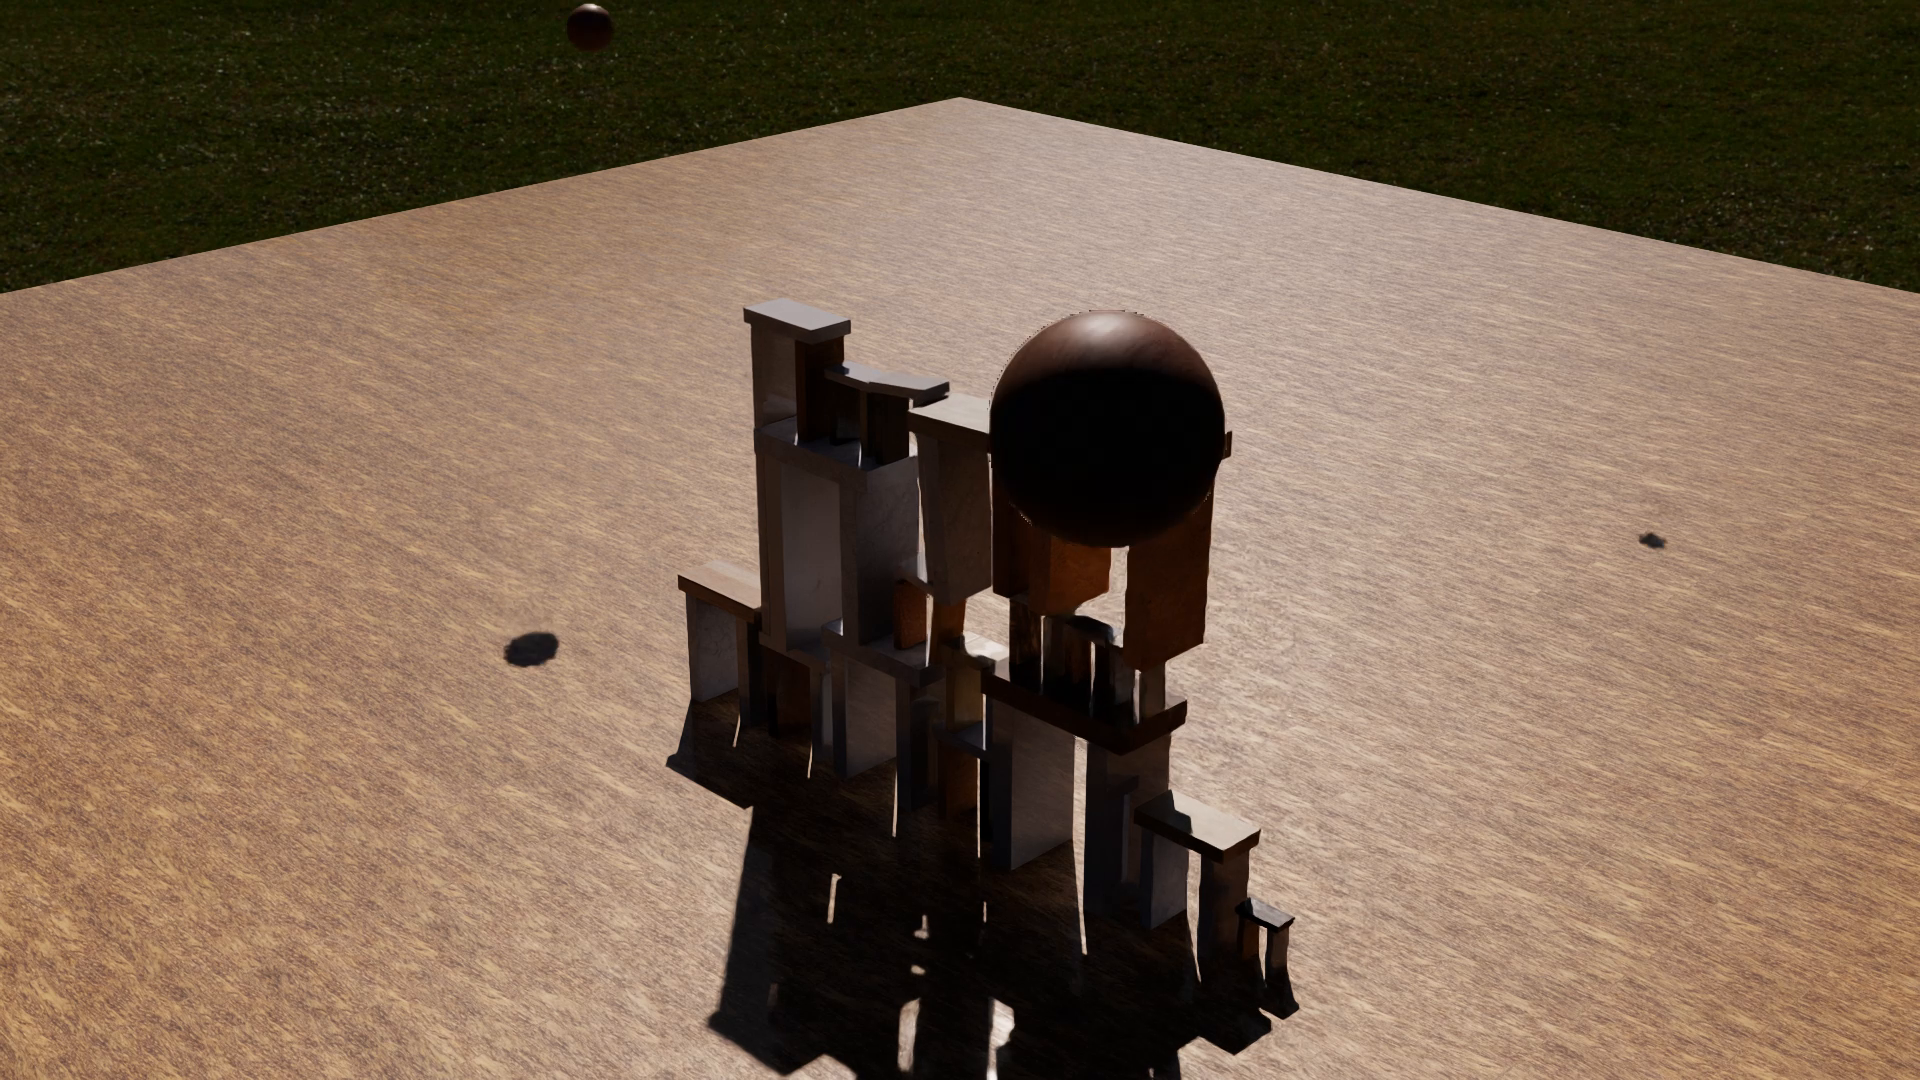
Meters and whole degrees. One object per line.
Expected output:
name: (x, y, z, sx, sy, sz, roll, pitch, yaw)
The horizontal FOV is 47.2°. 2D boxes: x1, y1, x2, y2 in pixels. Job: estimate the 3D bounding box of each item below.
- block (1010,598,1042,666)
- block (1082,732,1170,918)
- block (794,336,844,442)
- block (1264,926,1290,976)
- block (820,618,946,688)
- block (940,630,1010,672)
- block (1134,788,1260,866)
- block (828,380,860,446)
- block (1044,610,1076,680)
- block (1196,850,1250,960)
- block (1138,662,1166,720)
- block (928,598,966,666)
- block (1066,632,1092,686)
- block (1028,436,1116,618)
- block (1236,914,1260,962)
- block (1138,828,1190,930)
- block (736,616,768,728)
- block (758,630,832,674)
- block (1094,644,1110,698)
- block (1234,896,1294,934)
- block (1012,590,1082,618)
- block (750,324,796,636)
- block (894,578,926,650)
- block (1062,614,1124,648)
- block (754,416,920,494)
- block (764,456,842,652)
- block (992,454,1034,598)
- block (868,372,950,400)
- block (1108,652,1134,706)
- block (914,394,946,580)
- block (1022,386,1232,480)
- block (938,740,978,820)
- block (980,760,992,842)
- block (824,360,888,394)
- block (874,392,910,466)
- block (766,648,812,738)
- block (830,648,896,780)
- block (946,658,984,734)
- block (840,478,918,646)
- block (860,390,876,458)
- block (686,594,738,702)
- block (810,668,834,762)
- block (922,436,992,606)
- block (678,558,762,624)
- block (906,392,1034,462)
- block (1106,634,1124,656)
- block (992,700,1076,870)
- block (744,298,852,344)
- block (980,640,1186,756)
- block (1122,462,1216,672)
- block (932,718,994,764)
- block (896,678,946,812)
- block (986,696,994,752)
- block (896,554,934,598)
block: (0.124, 0.164, 4.163, 0.019, 0.134, 0.067, 21, 31, 40)
block: (0.311, 0.510, 4.103, 0.050, 0.355, 0.178, 21, 31, 41)
block: (-0.278, -0.308, 4.388, 0.029, 0.208, 0.104, 21, 31, 41)
block: (0.566, 0.728, 3.924, 0.014, 0.095, 0.048, 21, 31, 41)
block: (-0.131, 0.214, 4.461, 0.290, 0.041, 0.145, 21, 31, 41)
block: (0.047, 0.224, 4.274, 0.162, 0.023, 0.081, 21, 31, 41)
block: (0.427, 0.517, 3.973, 0.208, 0.029, 0.104, 21, 31, 41)
block: (-0.228, -0.261, 4.368, 0.019, 0.136, 0.068, 21, 31, 41)
block: (0.186, 0.189, 4.104, 0.019, 0.134, 0.067, 21, 31, 40)
block: (0.476, 0.645, 3.974, 0.029, 0.208, 0.104, 21, 31, 41)
block: (0.347, 0.265, 3.960, 0.015, 0.107, 0.054, 21, 31, 40)
block: (-0.025, 0.170, 4.328, 0.020, 0.144, 0.072, 28, 35, 37)
block: (0.220, 0.213, 4.083, 0.054, 0.107, 0.015, -21, 31, -41)
block: (0.205, -0.044, 3.998, 0.048, 0.338, 0.169, 22, 31, 40)
block: (0.521, 0.710, 3.965, 0.014, 0.095, 0.048, 21, 31, 41)
block: (0.378, 0.607, 4.064, 0.029, 0.208, 0.104, 21, 31, 41)
block: (-0.423, 0.269, 4.797, 0.037, 0.258, 0.129, 21, 31, 41)
block: (-0.316, 0.222, 4.656, 0.212, 0.030, 0.106, 21, 31, 41)
block: (0.270, 0.233, 4.036, 0.015, 0.107, 0.054, 21, 31, 41)
block: (0.543, 0.669, 3.923, 0.095, 0.014, 0.048, 21, 31, 41)
block: (0.154, 0.106, 4.105, 0.134, 0.019, 0.067, 21, 31, 40)
block: (-0.374, -0.130, 4.573, 0.029, 0.682, 0.104, 21, 31, 40)
block: (-0.100, 0.142, 4.395, 0.020, 0.144, 0.072, 21, 31, 41)
block: (0.245, 0.167, 4.036, 0.054, 0.015, 0.107, -21, 31, -40)
block: (-0.240, -0.179, 4.410, 0.338, 0.048, 0.169, 21, 31, 40)
block: (-0.320, 0.008, 4.576, 0.048, 0.426, 0.169, 21, 31, 41)
block: (0.121, -0.044, 4.078, 0.039, 0.276, 0.138, 20, 31, 40)
block: (-0.098, -0.294, 4.208, 0.145, 0.021, 0.072, 12, 25, 40)
block: (0.295, 0.245, 4.006, 0.015, 0.107, 0.054, 21, 31, 40)
block: (-0.046, -0.104, 4.243, 0.021, 0.366, 0.072, 11, 25, 36)
block: (0.289, -0.191, 3.850, 0.338, 0.048, 0.169, 21, 30, 40)
block: (-0.004, 0.468, 4.431, 0.025, 0.176, 0.088, 21, 31, 41)
block: (0.079, 0.501, 4.354, 0.025, 0.176, 0.088, 21, 31, 41)
block: (-0.196, -0.320, 4.308, 0.136, 0.019, 0.068, 21, 31, 40)
block: (-0.132, -0.224, 4.269, 0.021, 0.145, 0.072, 21, 31, 41)
block: (-0.366, 0.314, 4.750, 0.030, 0.212, 0.106, 21, 31, 41)
block: (-0.199, 0.340, 4.589, 0.145, 0.290, 0.041, -21, 31, -41)
block: (0.010, 0.294, 4.344, 0.023, 0.162, 0.081, 21, 31, 41)
block: (-0.160, 0.029, 4.412, 0.048, 0.337, 0.169, 21, 31, 41)
block: (-0.164, -0.236, 4.309, 0.019, 0.136, 0.068, 21, 31, 40)
block: (-0.545, 0.221, 4.909, 0.037, 0.258, 0.129, 21, 31, 41)
block: (-0.266, 0.353, 4.658, 0.030, 0.212, 0.106, 21, 31, 41)
block: (0.000, -0.057, 4.200, 0.039, 0.340, 0.138, 13, 27, 40)
block: (-0.484, 0.109, 4.796, 0.258, 0.037, 0.129, 21, 31, 41)
block: (0.051, -0.210, 4.070, 0.276, 0.039, 0.138, 17, 29, 37)
block: (0.322, 0.198, 3.960, 0.107, 0.015, 0.054, 20, 30, 37)
block: (0.144, 0.445, 4.257, 0.050, 0.355, 0.178, 21, 31, 41)
block: (-0.326, -0.438, 4.389, 0.104, 0.029, 0.208, -21, 31, -40)
block: (0.228, 0.291, 4.101, 0.356, 0.050, 0.178, 21, 31, 41)
block: (0.367, 0.032, 3.860, 0.048, 0.369, 0.169, 22, 31, 40)
block: (0.037, 0.392, 4.353, 0.176, 0.025, 0.088, 21, 31, 41)
block: (-0.062, 0.393, 4.463, 0.041, 0.290, 0.145, 21, 31, 41)
block: (0.086, 0.324, 4.274, 0.023, 0.162, 0.081, 21, 31, 41)
block: (-0.050, 0.077, 4.311, 0.144, 0.020, 0.072, 32, 38, 31)
